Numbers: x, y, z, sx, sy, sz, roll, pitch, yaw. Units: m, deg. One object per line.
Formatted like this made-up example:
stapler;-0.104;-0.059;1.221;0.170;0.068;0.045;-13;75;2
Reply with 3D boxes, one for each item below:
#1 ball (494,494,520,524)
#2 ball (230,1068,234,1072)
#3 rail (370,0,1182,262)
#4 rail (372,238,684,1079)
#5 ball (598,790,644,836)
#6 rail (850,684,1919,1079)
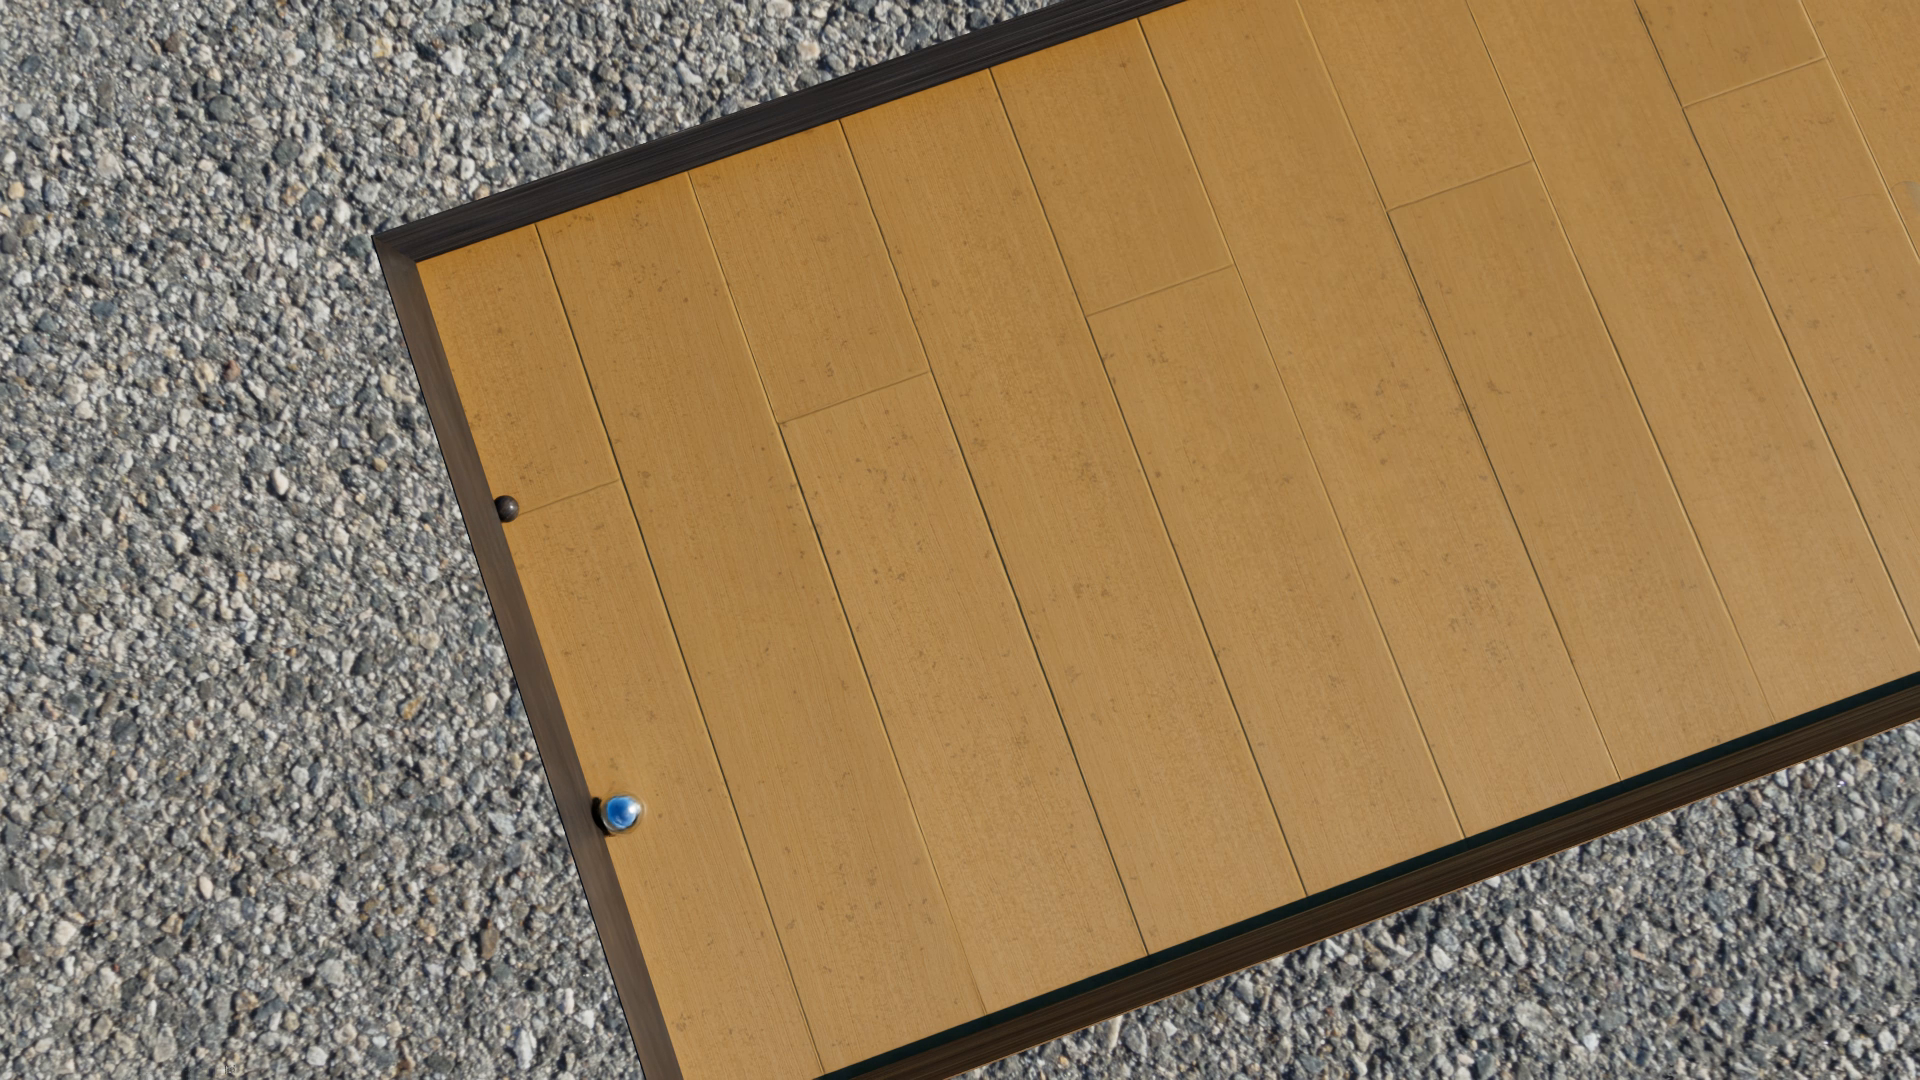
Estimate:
ball;-0.685;-0.047;3.312;0.042;0.042;0.042;0;80;0
ball;-12.191;8.868;36.801;0.060;0.060;0.060;0;80;0
rail;0.403;-0.885;3.443;2.732;0.088;0.045;-20;80;-4
rail;-0.620;0.217;3.239;0.045;0.088;1.463;-20;80;-4
ball;-0.496;0.399;3.216;0.068;0.068;0.068;0;80;0
rail;0.883;0.424;3.201;2.732;0.088;0.045;-20;80;-4
